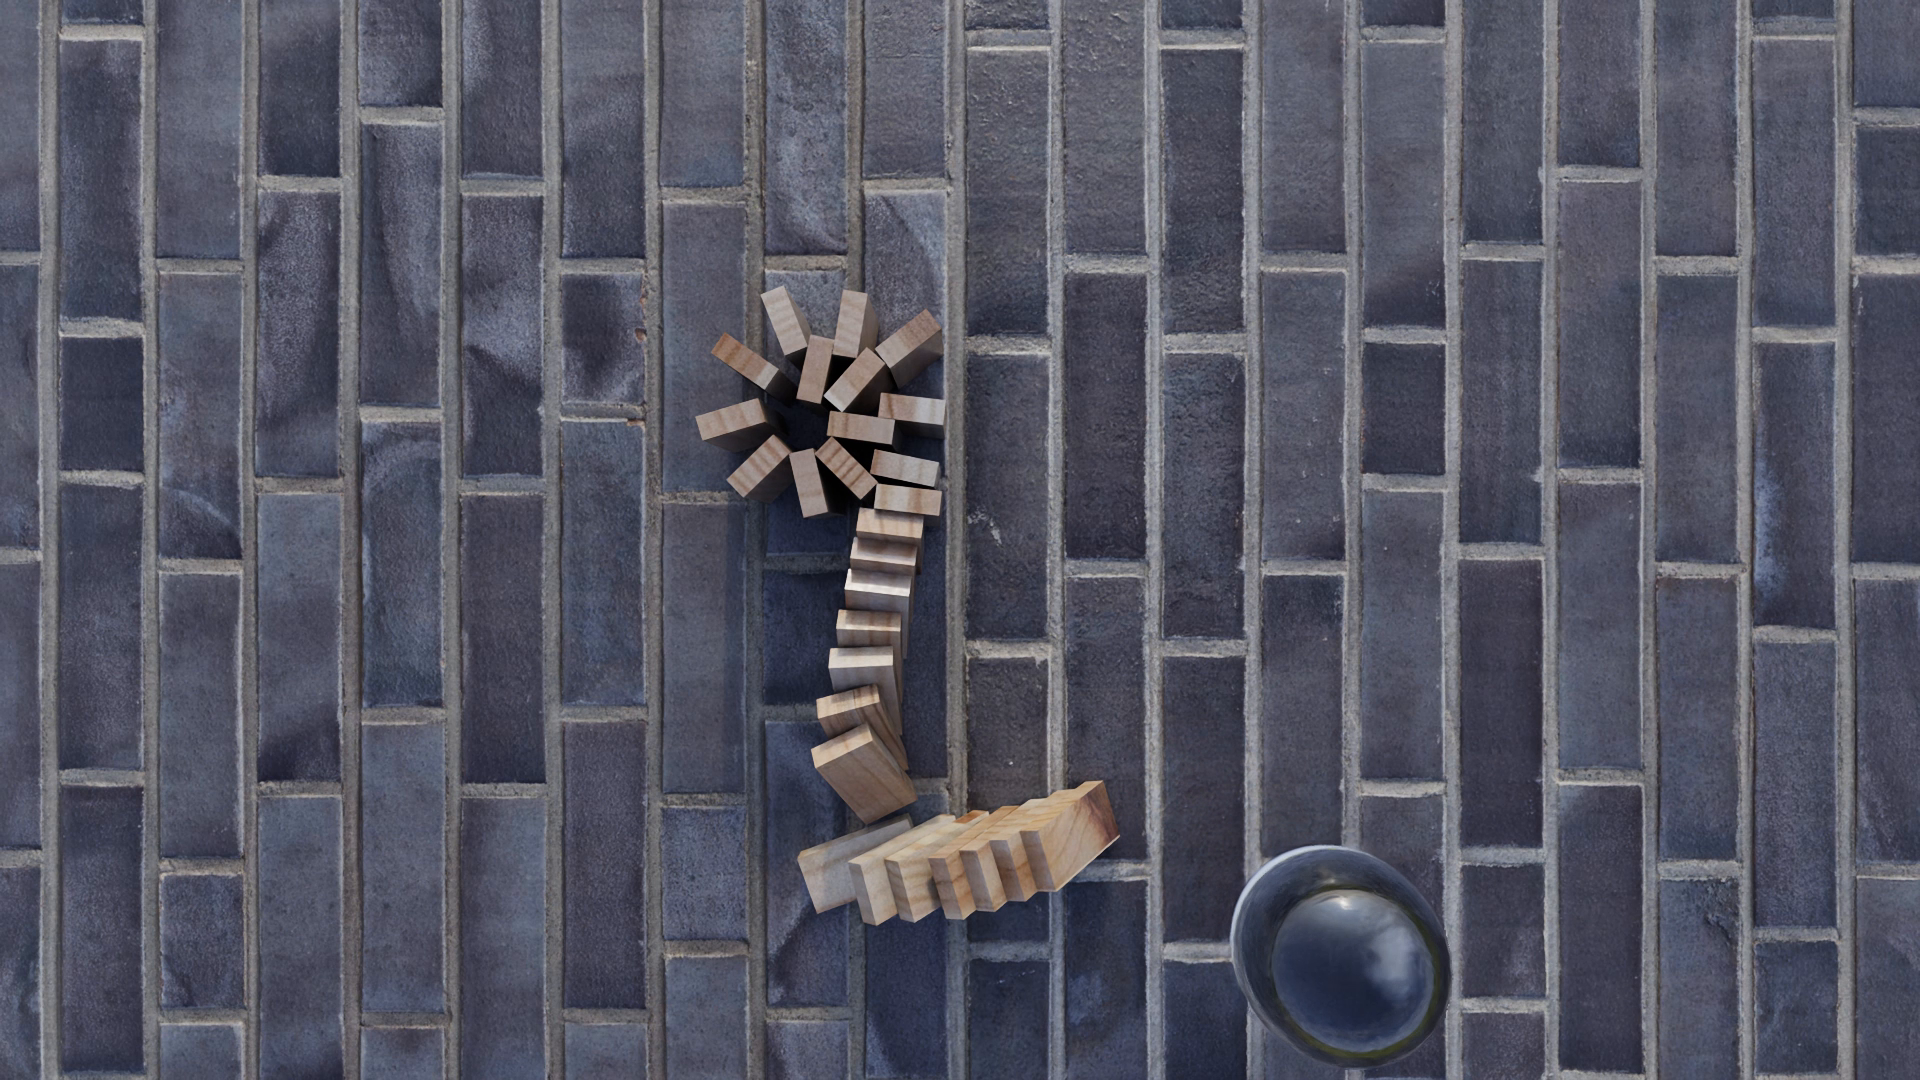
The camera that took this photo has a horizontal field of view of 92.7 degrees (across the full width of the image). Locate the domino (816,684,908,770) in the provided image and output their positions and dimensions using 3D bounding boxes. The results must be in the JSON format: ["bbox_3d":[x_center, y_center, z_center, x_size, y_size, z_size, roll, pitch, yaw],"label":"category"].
[{"bbox_3d":[-0.040,0.081,0.379,0.025,0.010,0.050,-15,133,0],"label":"domino"}]

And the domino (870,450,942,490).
[{"bbox_3d":[-0.021,-0.028,0.375,0.025,0.050,0.010,12,90,0],"label":"domino"}]

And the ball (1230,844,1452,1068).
[{"bbox_3d":[0.148,0.162,0.360,0.080,0.080,0.080,0,90,0],"label":"ball"}]

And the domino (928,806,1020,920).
[{"bbox_3d":[0.010,0.132,0.378,0.010,0.050,0.025,-17,90,41],"label":"domino"}]

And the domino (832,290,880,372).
[{"bbox_3d":[-0.042,-0.083,0.375,0.010,0.050,0.025,10,90,0],"label":"domino"}]

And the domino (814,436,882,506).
[{"bbox_3d":[-0.043,-0.027,0.375,0.025,0.050,0.009,45,90,2],"label":"domino"}]

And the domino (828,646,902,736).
[{"bbox_3d":[-0.038,0.063,0.379,0.025,0.050,0.009,-3,46,0],"label":"domino"}]

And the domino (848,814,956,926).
[{"bbox_3d":[-0.021,0.136,0.380,0.050,0.010,0.025,-15,90,-40],"label":"domino"}]

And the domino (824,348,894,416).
[{"bbox_3d":[-0.040,-0.061,0.375,0.010,0.050,0.025,41,89,0],"label":"domino"}]

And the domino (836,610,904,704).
[{"bbox_3d":[-0.036,0.049,0.379,0.025,0.050,0.010,2,46,0],"label":"domino"}]

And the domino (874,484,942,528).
[{"bbox_3d":[-0.020,-0.013,0.375,0.025,0.050,0.010,7,85,0],"label":"domino"}]

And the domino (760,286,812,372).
[{"bbox_3d":[-0.067,-0.084,0.375,0.009,0.050,0.025,-22,90,0],"label":"domino"}]

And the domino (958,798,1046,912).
[{"bbox_3d":[0.022,0.129,0.378,0.010,0.050,0.025,-17,90,41],"label":"domino"}]

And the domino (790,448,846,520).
[{"bbox_3d":[-0.058,-0.022,0.375,0.010,0.050,0.025,-13,90,1],"label":"domino"}]

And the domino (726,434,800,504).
[{"bbox_3d":[-0.077,-0.028,0.375,0.025,0.050,0.009,-44,90,0],"label":"domino"}]

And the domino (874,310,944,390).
[{"bbox_3d":[-0.020,-0.077,0.375,0.025,0.050,0.009,-38,90,0],"label":"domino"}]

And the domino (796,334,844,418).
[{"bbox_3d":[-0.055,-0.065,0.375,0.010,0.050,0.025,13,90,0],"label":"domino"}]

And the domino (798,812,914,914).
[{"bbox_3d":[-0.042,0.139,0.395,0.050,0.010,0.025,-20,90,0],"label":"domino"}]

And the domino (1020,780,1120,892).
[{"bbox_3d":[0.046,0.121,0.378,0.010,0.050,0.025,-17,90,41],"label":"domino"}]

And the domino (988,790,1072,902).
[{"bbox_3d":[0.034,0.125,0.378,0.009,0.050,0.025,-17,90,41],"label":"domino"}]

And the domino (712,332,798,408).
[{"bbox_3d":[-0.082,-0.068,0.375,0.025,0.050,0.010,34,90,0],"label":"domino"}]

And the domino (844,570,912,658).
[{"bbox_3d":[-0.033,0.031,0.377,0.025,0.050,0.010,6,54,0],"label":"domino"}]

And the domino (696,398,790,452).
[{"bbox_3d":[-0.088,-0.046,0.375,0.025,0.050,0.009,-17,90,0],"label":"domino"}]

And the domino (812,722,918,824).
[{"bbox_3d":[-0.039,0.097,0.379,0.025,0.009,0.050,-26,133,0],"label":"domino"}]

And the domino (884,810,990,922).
[{"bbox_3d":[-0.006,0.134,0.380,0.050,0.009,0.025,-15,90,-41],"label":"domino"}]

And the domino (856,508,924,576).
[{"bbox_3d":[-0.028,0.001,0.375,0.025,0.050,0.009,7,71,0],"label":"domino"}]

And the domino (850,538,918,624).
[{"bbox_3d":[-0.031,0.017,0.376,0.025,0.050,0.010,7,58,0],"label":"domino"}]

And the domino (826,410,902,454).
[{"bbox_3d":[-0.038,-0.043,0.375,0.025,0.050,0.009,8,89,0],"label":"domino"}]

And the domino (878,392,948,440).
[{"bbox_3d":[-0.018,-0.050,0.375,0.025,0.050,0.010,7,90,0],"label":"domino"}]
